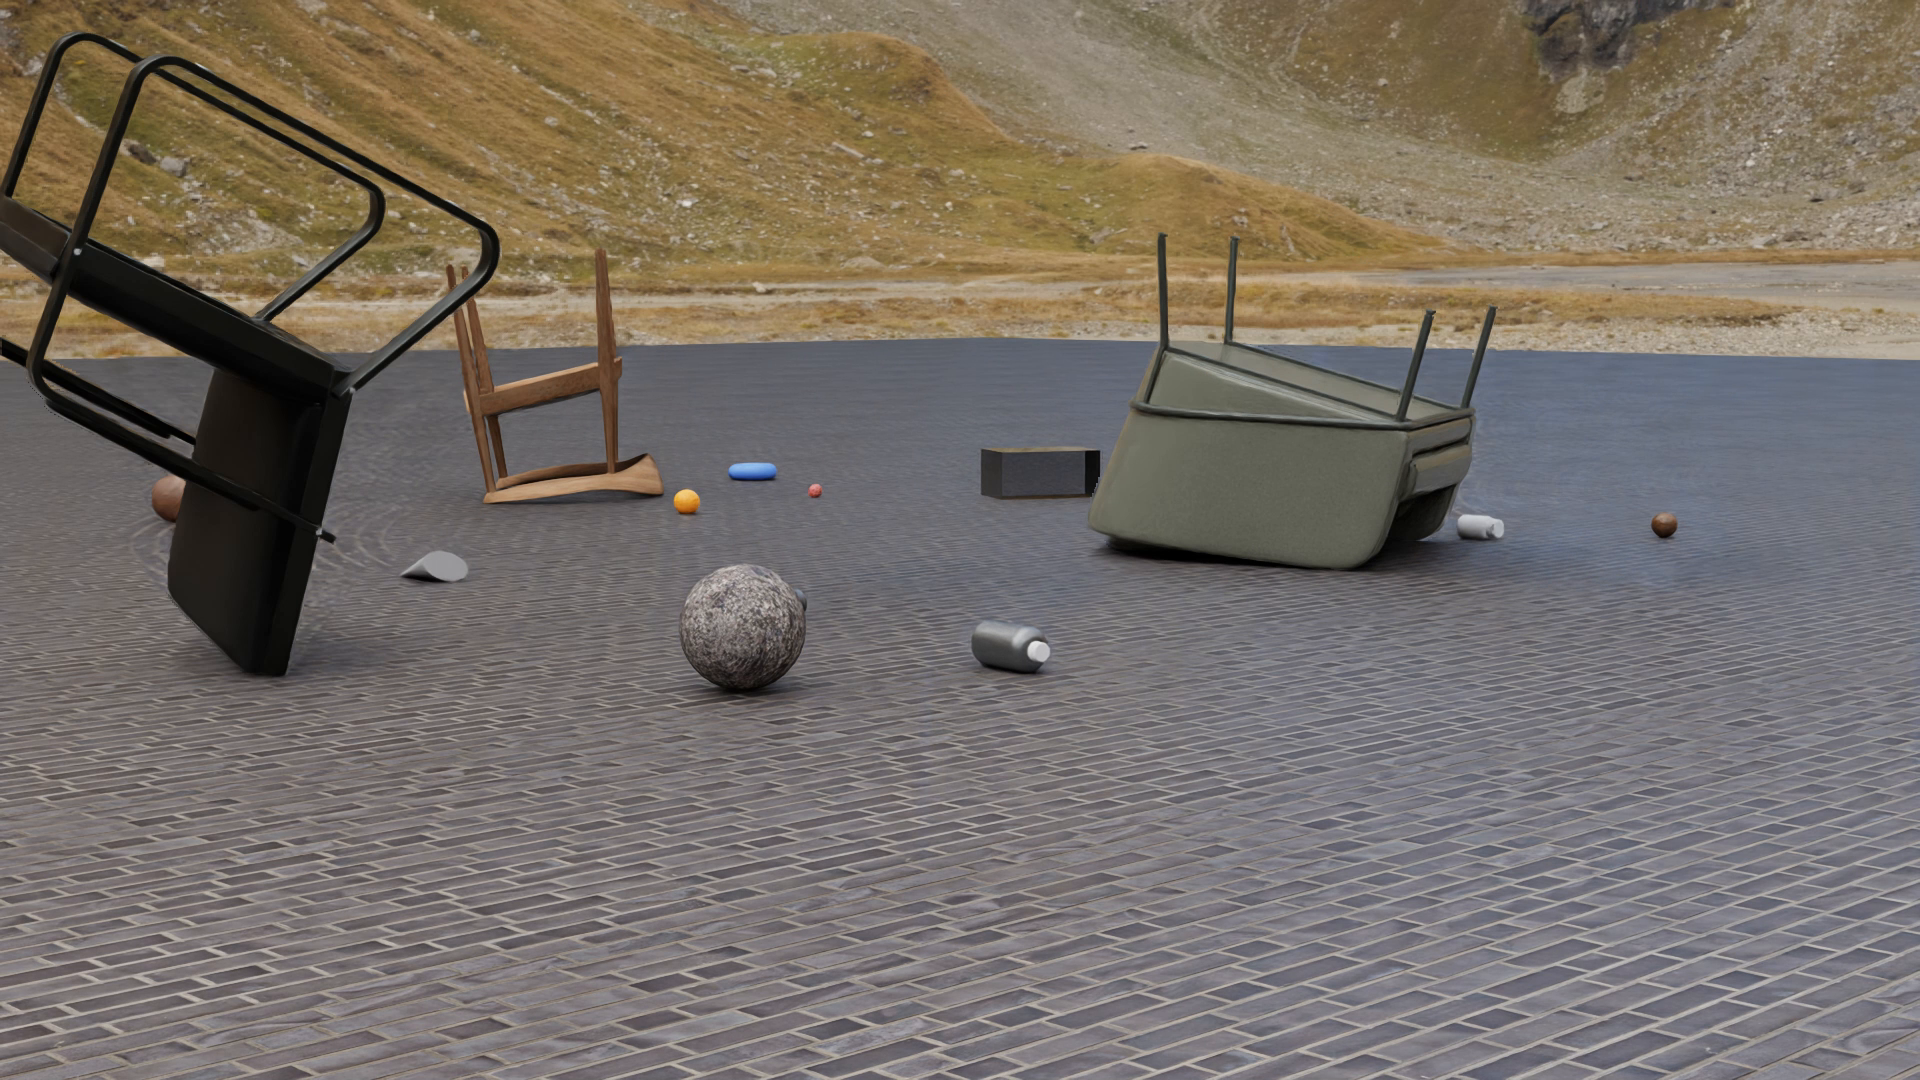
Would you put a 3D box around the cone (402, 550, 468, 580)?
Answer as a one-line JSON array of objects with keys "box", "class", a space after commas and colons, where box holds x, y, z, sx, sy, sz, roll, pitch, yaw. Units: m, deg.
[{"box": [-1.173, 0.068, 5.591, 0.166, 0.063, 0.121, -15, -22, 41], "class": "cone"}]

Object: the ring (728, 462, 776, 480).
[{"box": [-0.673, -0.222, 8.325, 0.157, 0.051, 0.165, -3, 6, -20], "class": "ring"}]

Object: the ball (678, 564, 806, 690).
[{"box": [-0.346, 0.138, 4.081, 0.203, 0.203, 0.203, 0, 6, 0], "class": "ball"}]

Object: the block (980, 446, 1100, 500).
[{"box": [0.240, -0.202, 7.688, 0.310, 0.140, 0.190, -2, 6, -18], "class": "block"}]

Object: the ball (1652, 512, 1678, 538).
[{"box": [1.778, -0.039, 6.476, 0.064, 0.064, 0.064, 0, 6, 0], "class": "ball"}]
